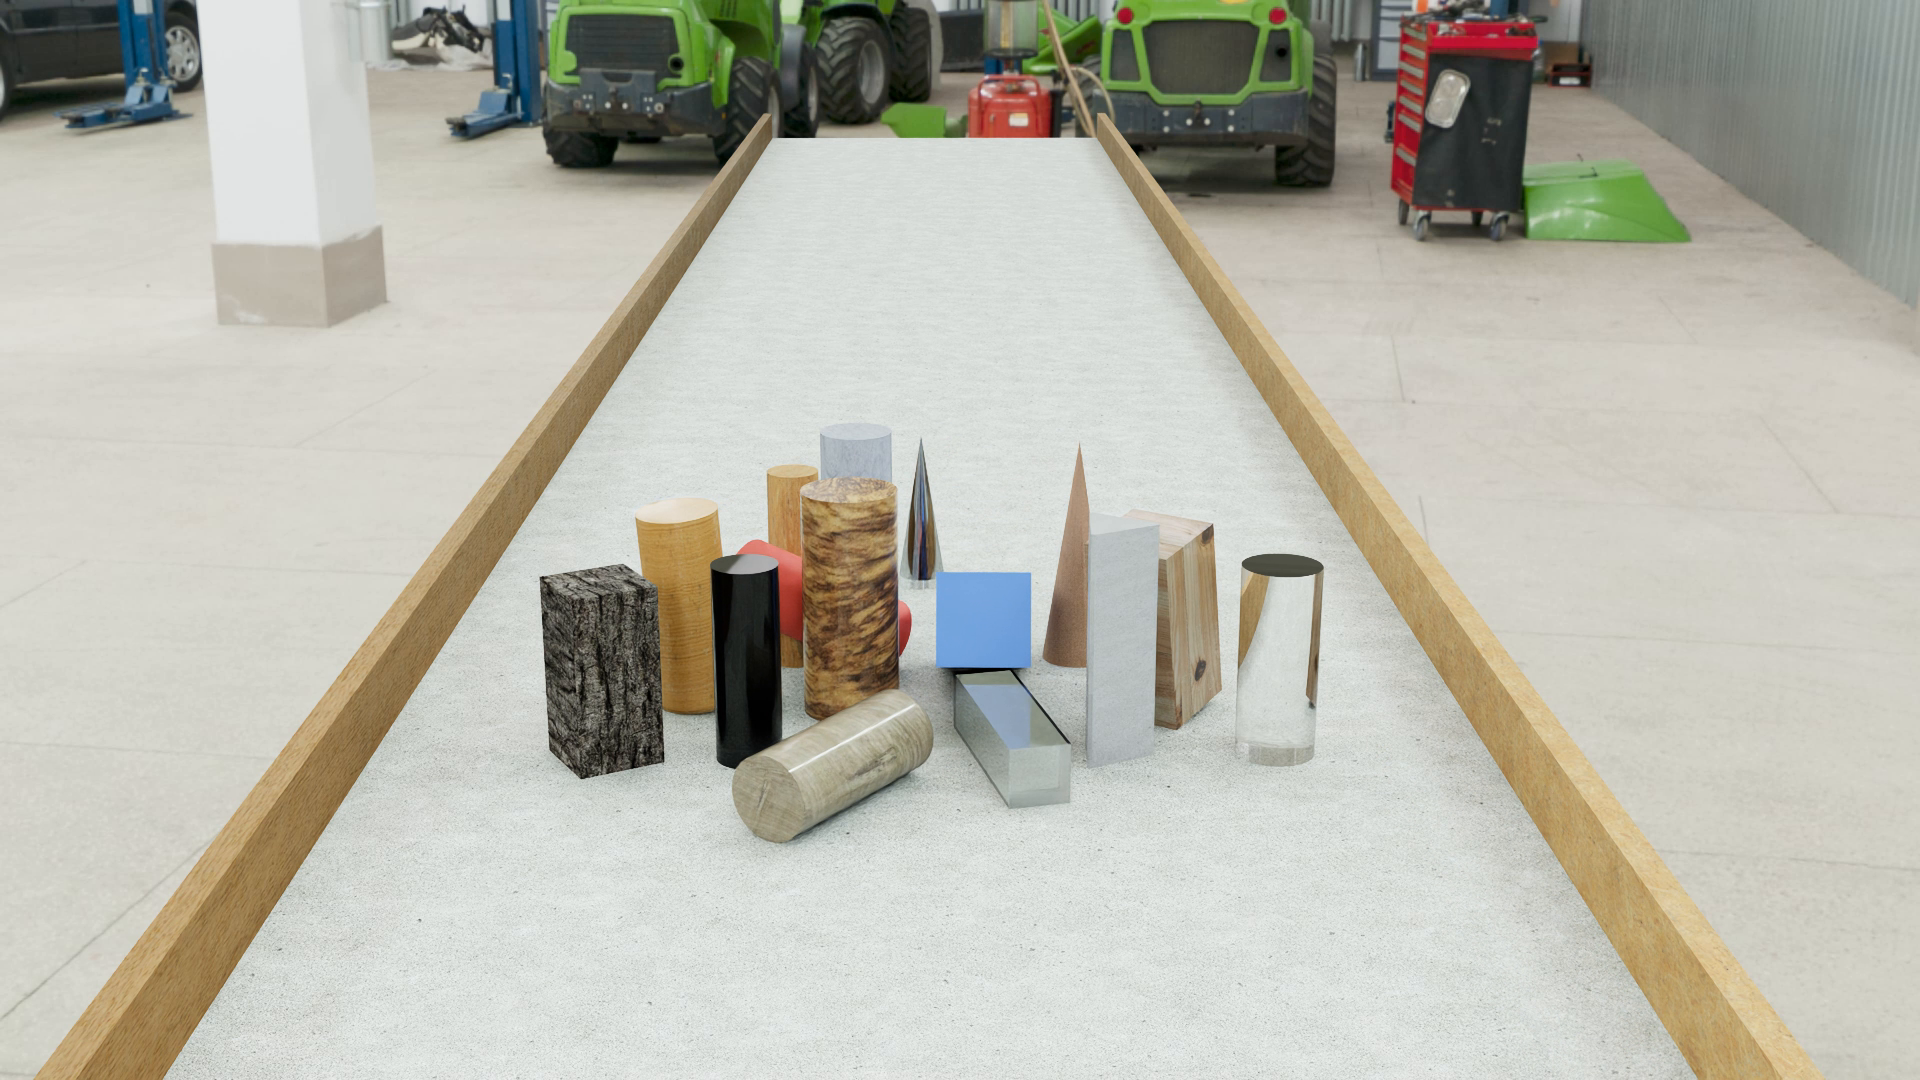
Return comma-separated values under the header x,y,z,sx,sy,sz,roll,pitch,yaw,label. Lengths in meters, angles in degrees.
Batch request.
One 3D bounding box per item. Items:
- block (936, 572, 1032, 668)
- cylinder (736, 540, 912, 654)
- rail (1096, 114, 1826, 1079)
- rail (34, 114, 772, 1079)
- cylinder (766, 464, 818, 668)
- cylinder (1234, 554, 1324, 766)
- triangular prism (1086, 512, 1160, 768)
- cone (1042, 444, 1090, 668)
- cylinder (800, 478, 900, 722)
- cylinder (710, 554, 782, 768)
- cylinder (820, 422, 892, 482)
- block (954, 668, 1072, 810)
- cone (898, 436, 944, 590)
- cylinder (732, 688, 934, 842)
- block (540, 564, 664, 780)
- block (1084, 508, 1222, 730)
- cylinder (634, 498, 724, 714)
x,y,z,sx,sy,sz,roll,pitch,yaw,label
0.046,0.152,4.210,0.173,0.173,0.397,0,-2,1,block
-0.275,0.129,4.261,0.350,0.150,0.150,25,1,-34,cylinder
0.932,-0.844,7.801,0.050,0.150,12.000,0,17,-1,rail
-1.118,-0.838,7.780,0.050,0.150,12.000,0,17,-1,rail
-0.328,0.052,4.364,0.101,0.391,0.101,0,17,0,cylinder
0.565,0.212,3.899,0.143,0.350,0.143,0,17,0,cylinder
0.259,0.172,3.895,0.136,0.429,0.117,-9,19,-27,triangular prism
0.235,0.020,4.374,0.137,0.448,0.137,0,17,0,cone
-0.204,0.112,4.098,0.180,0.428,0.180,0,17,0,cylinder
-0.375,0.214,3.873,0.119,0.361,0.119,0,17,0,cylinder
-0.217,-0.033,4.632,0.149,0.403,0.149,0,17,0,cylinder
0.087,0.344,3.882,0.108,0.108,0.393,-4,17,-13,block
-0.085,-0.068,4.862,0.107,0.338,0.107,0,17,0,cone
-0.209,0.375,3.703,0.149,0.149,0.367,11,20,32,cylinder
-0.631,0.229,3.882,0.157,0.327,0.157,-9,19,-29,block
0.362,0.146,4.088,0.172,0.347,0.172,12,29,34,block
-0.513,0.123,4.132,0.154,0.377,0.154,-4,19,1,cylinder
